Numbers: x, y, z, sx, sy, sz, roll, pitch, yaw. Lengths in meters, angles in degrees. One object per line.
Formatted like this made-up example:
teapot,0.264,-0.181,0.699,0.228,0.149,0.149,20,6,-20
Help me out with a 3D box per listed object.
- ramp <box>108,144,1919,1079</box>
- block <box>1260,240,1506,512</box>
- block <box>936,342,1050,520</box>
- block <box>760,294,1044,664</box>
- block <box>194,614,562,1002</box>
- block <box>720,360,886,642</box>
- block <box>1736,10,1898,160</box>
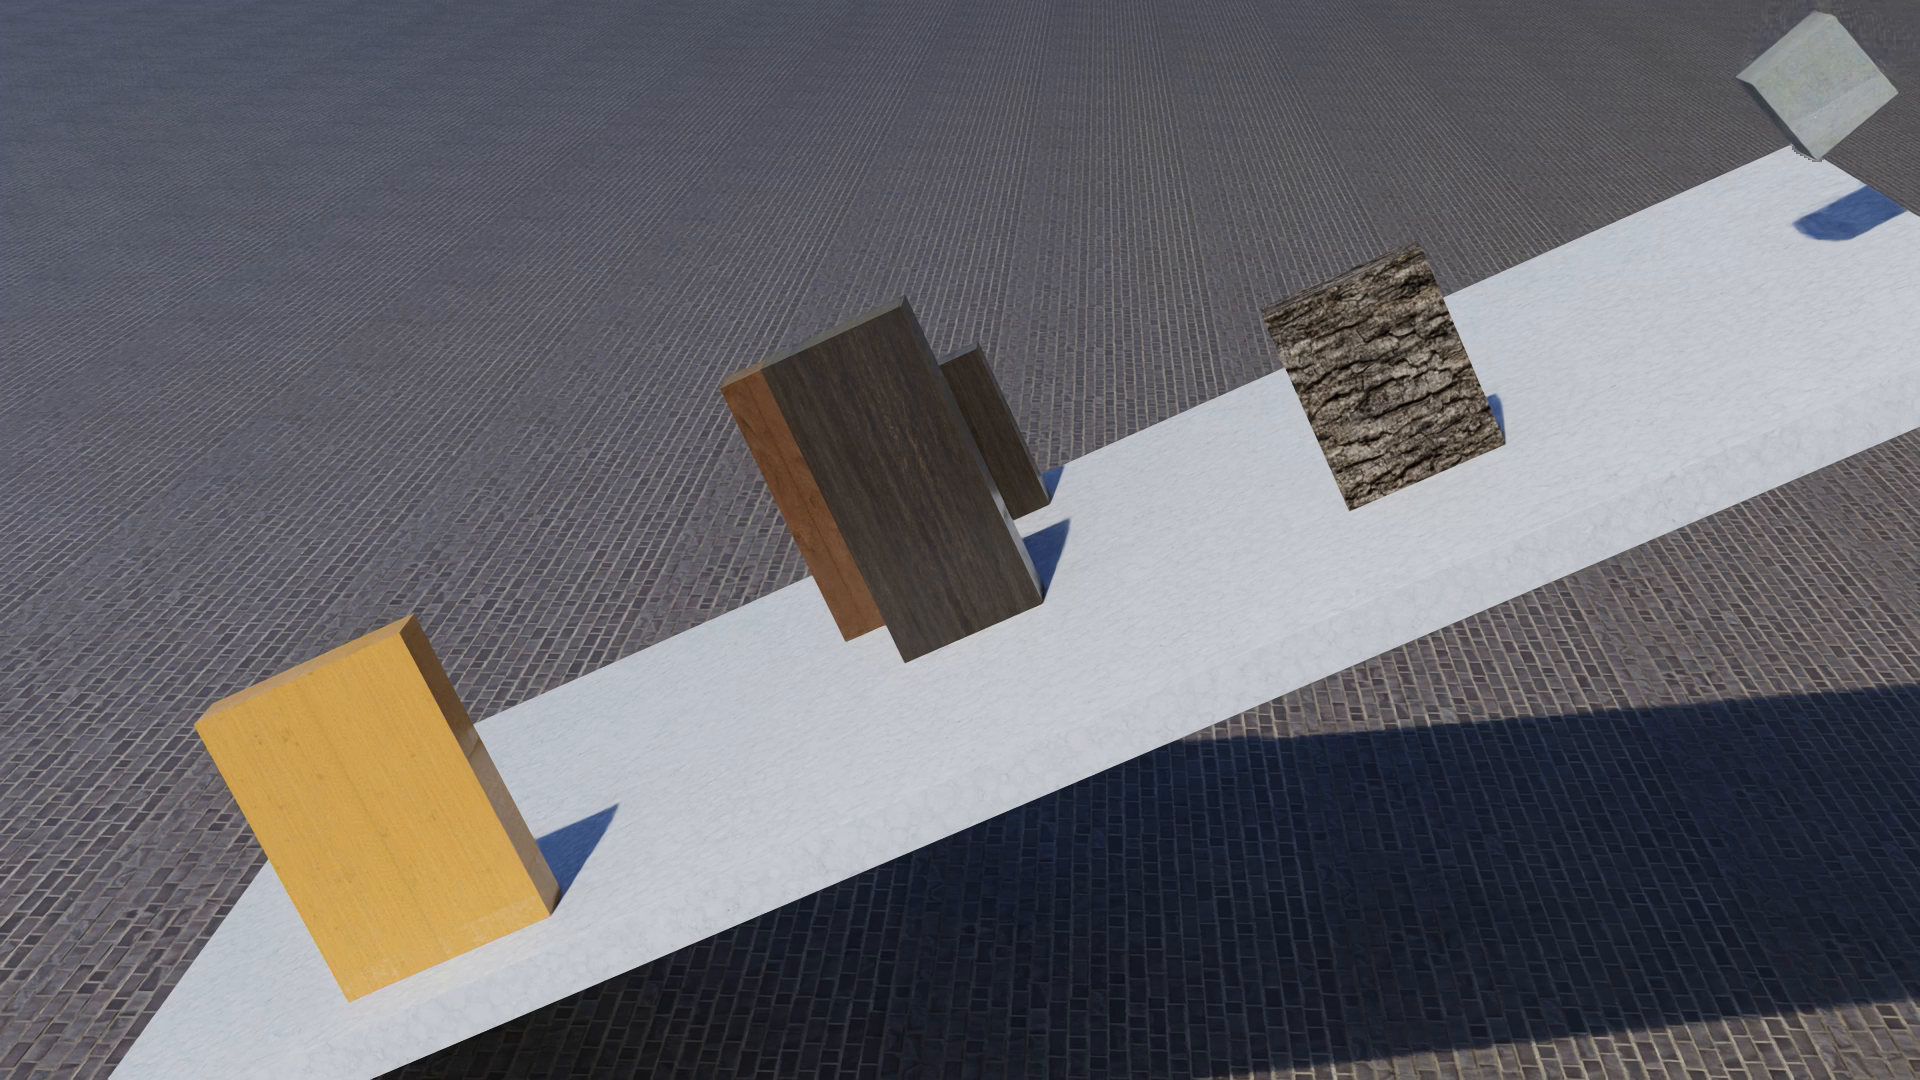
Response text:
ramp,0.135,0.169,6.283,4.000,0.100,2.000,-24,13,9
block,0.824,-0.319,5.731,0.329,0.423,0.099,-24,13,9
block,-0.075,-0.187,6.933,0.445,0.410,0.091,-24,13,9
block,-0.115,-0.125,6.136,0.320,0.693,0.124,-24,13,9
block,-1.113,0.518,5.656,0.443,0.624,0.124,-24,13,9
block,-0.229,-0.136,6.519,0.350,0.636,0.116,-24,13,9
block,1.696,-0.902,5.831,0.199,0.199,0.199,-41,6,12
